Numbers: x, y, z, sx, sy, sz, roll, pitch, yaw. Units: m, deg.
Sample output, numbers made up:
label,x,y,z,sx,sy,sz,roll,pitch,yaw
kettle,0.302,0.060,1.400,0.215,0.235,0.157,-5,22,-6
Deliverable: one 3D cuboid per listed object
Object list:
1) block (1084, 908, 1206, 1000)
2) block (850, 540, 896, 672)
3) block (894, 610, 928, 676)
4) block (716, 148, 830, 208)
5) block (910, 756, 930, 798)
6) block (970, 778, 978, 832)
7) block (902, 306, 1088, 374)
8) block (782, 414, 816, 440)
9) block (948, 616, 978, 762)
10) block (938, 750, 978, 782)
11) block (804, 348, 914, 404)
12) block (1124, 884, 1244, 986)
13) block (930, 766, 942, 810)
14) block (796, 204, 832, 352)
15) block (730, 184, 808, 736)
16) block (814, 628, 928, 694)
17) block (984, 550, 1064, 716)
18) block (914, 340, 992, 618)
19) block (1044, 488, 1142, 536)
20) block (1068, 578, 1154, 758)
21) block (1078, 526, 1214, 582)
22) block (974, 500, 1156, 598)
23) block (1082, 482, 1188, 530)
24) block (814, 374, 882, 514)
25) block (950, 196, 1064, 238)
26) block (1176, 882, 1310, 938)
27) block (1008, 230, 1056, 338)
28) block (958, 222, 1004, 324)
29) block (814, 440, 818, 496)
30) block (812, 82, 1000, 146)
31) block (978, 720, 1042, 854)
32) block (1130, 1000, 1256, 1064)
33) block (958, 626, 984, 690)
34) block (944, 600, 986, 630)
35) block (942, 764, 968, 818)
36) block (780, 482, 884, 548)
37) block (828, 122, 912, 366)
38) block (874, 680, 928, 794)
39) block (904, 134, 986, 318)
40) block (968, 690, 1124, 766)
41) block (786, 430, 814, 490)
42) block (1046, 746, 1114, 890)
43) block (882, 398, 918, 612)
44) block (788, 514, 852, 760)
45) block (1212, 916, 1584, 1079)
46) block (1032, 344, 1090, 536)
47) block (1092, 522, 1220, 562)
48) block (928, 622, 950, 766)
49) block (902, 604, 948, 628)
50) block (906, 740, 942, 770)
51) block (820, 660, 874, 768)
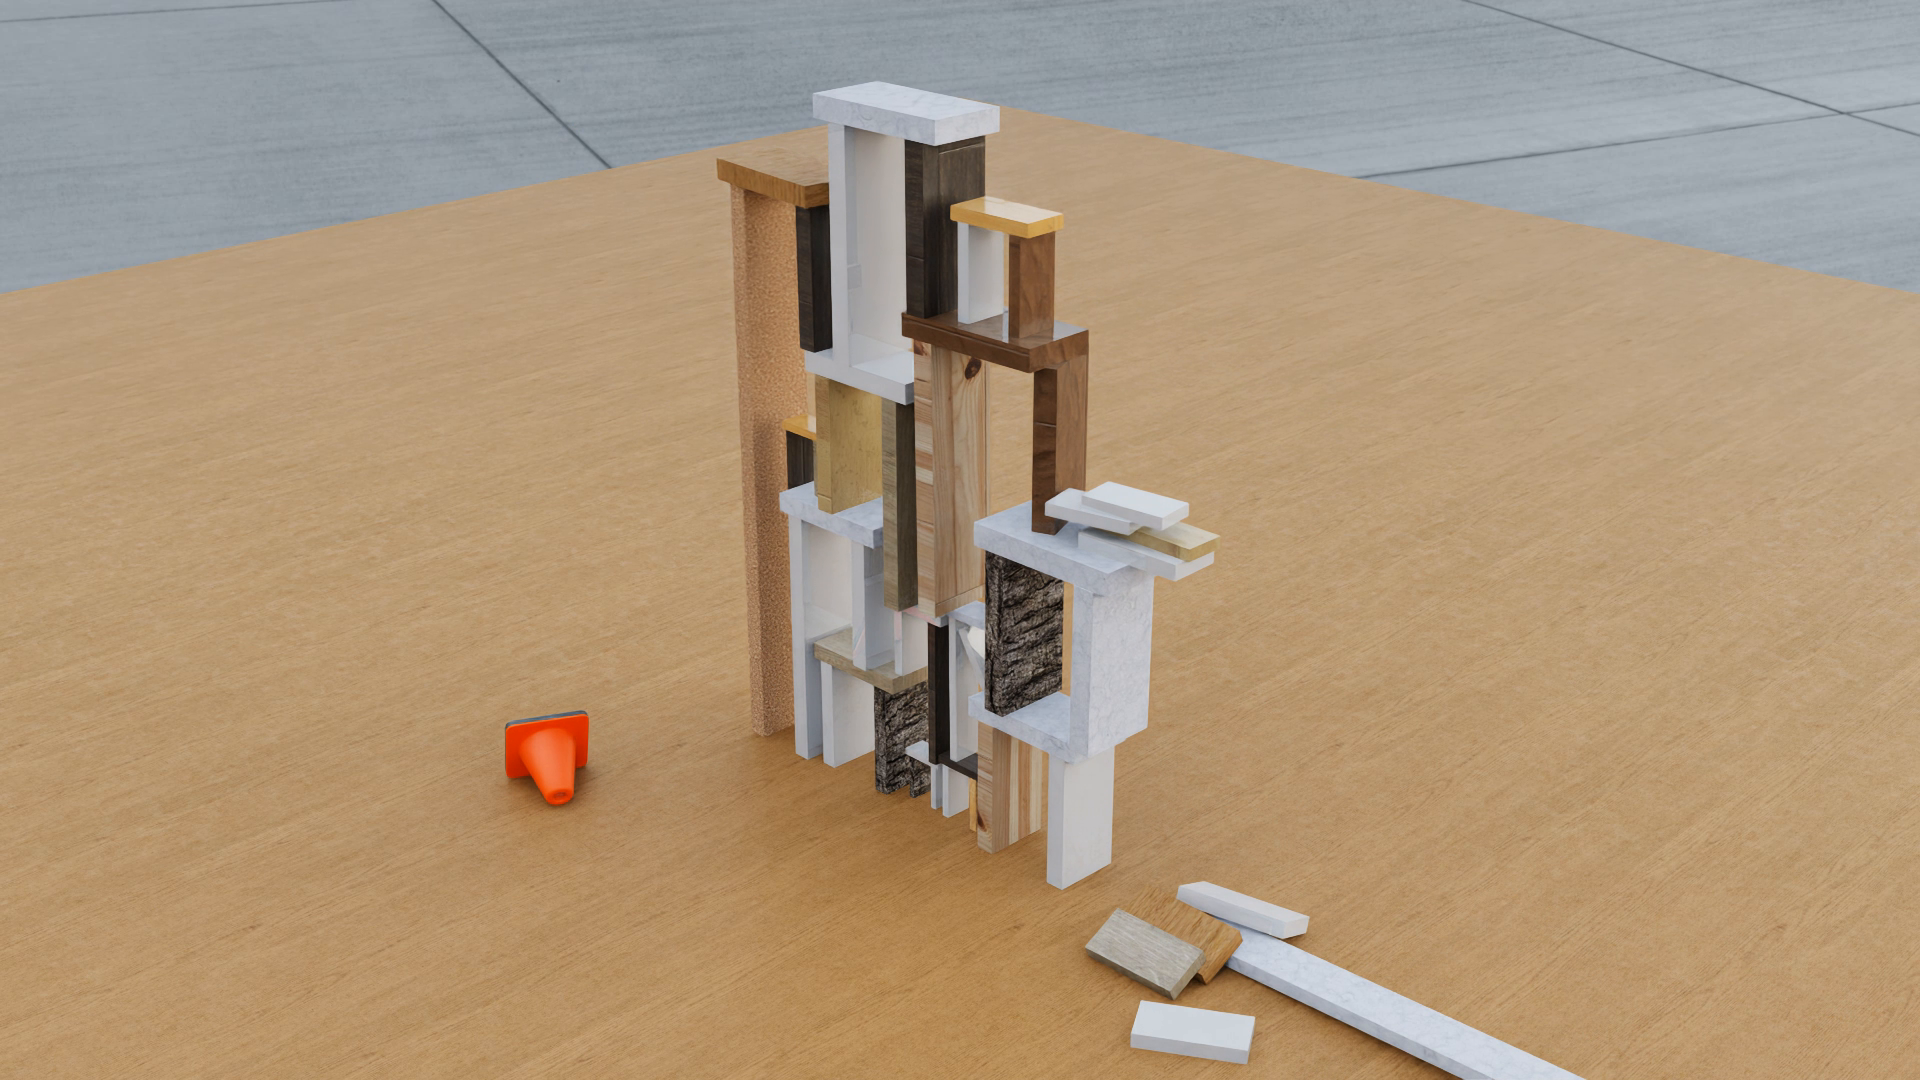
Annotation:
label,x,y,z,sx,sy,sz,roll,pitch,yaw
block,0.331,0.739,3.933,0.198,0.028,0.099,21,55,40
block,-0.152,0.113,4.439,0.140,0.279,0.040,-20,30,-39
block,-0.097,0.194,4.417,0.073,0.147,0.021,-21,31,-40
block,-0.325,-0.702,4.249,0.149,0.042,0.298,-18,29,-35
block,-0.082,0.478,4.512,0.014,0.095,0.048,21,31,41
block,0.046,0.518,4.390,0.059,0.117,0.017,-21,30,-40
block,0.062,-0.377,3.998,0.317,0.045,0.158,20,31,39
block,-0.297,-0.226,4.448,0.060,0.017,0.121,-21,30,-40
block,0.008,0.286,4.344,0.018,0.313,0.063,20,30,40
block,0.019,0.446,4.388,0.058,0.017,0.117,-21,30,-40
block,-0.152,-0.330,4.241,0.143,0.040,0.285,-21,31,-40
block,0.391,0.713,3.983,0.220,0.031,0.110,22,57,42
block,-0.037,0.496,4.471,0.048,0.095,0.014,-21,31,-40
block,-0.245,-0.526,4.271,0.149,0.298,0.042,-21,30,-40
block,-0.384,-0.159,4.580,0.149,1.215,0.042,-21,31,-41
block,-0.177,0.245,4.527,0.120,0.034,0.239,-21,31,-40
block,0.122,0.154,4.158,0.165,0.330,0.047,-21,31,-40
block,-0.012,-0.131,4.179,0.045,0.549,0.158,20,30,40
block,0.247,-0.051,3.926,0.171,0.024,0.085,14,27,30
block,0.276,0.216,4.012,0.165,0.330,0.047,-21,31,-40
block,0.330,0.013,3.908,0.220,0.031,0.110,20,30,39
block,0.200,0.012,4.010,0.165,0.047,0.330,-21,31,-40
block,0.309,-0.061,3.886,0.171,0.024,0.086,17,28,34
block,-0.218,-0.207,4.368,0.143,0.285,0.040,-21,31,-41
block,0.082,-0.572,3.891,0.185,0.026,0.093,20,30,39
block,0.522,0.682,4.062,0.220,0.031,0.110,15,5,31
block,0.127,-0.458,3.893,0.026,0.185,0.093,20,30,39
block,0.038,-0.491,3.971,0.026,0.185,0.093,20,30,40
block,-0.267,-0.151,4.447,0.060,0.121,0.017,-21,31,-40
block,-0.100,-0.778,3.998,0.162,0.046,0.323,-21,31,-40
block,0.098,0.463,4.312,0.140,0.280,0.040,-21,31,-41
block,0.397,0.839,3.748,0.198,0.028,0.099,6,24,13
block,0.047,0.223,4.284,0.063,0.127,0.018,-21,-2,-42
block,0.037,0.145,4.253,0.127,0.018,0.063,20,30,40
block,-0.008,0.497,4.440,0.058,0.117,0.017,-21,31,-41
block,-0.219,-0.059,4.434,0.279,0.040,0.140,21,31,41
block,-0.169,-0.572,4.165,0.162,0.464,0.046,-21,31,-40
block,-0.120,0.393,4.528,0.120,0.239,0.034,-21,31,-41
block,-0.026,-0.579,4.003,0.046,0.323,0.162,20,31,40
block,0.164,0.340,4.191,0.140,0.040,0.280,-21,31,-40
block,-0.326,0.098,4.617,0.017,0.712,0.060,21,31,41
block,0.230,0.514,4.192,0.140,0.280,0.040,-21,31,-40
block,-0.084,-0.085,4.273,0.143,0.436,0.040,-21,31,-40
block,-0.286,0.187,4.612,0.140,0.552,0.040,-21,31,-40
block,0.844,0.852,3.652,0.099,0.028,1.145,-21,28,-40
block,0.183,-0.186,4.010,0.045,0.317,0.158,10,25,22
block,0.327,-0.023,3.921,0.282,0.024,0.085,21,31,41
block,-0.030,0.296,4.385,0.073,0.311,0.021,-21,31,-40
block,-0.063,0.131,4.351,0.073,0.021,0.147,-21,31,-40
block,-0.061,0.437,4.470,0.048,0.014,0.095,-21,31,-40
block,-0.233,0.349,4.633,0.120,0.239,0.034,-21,31,-40
